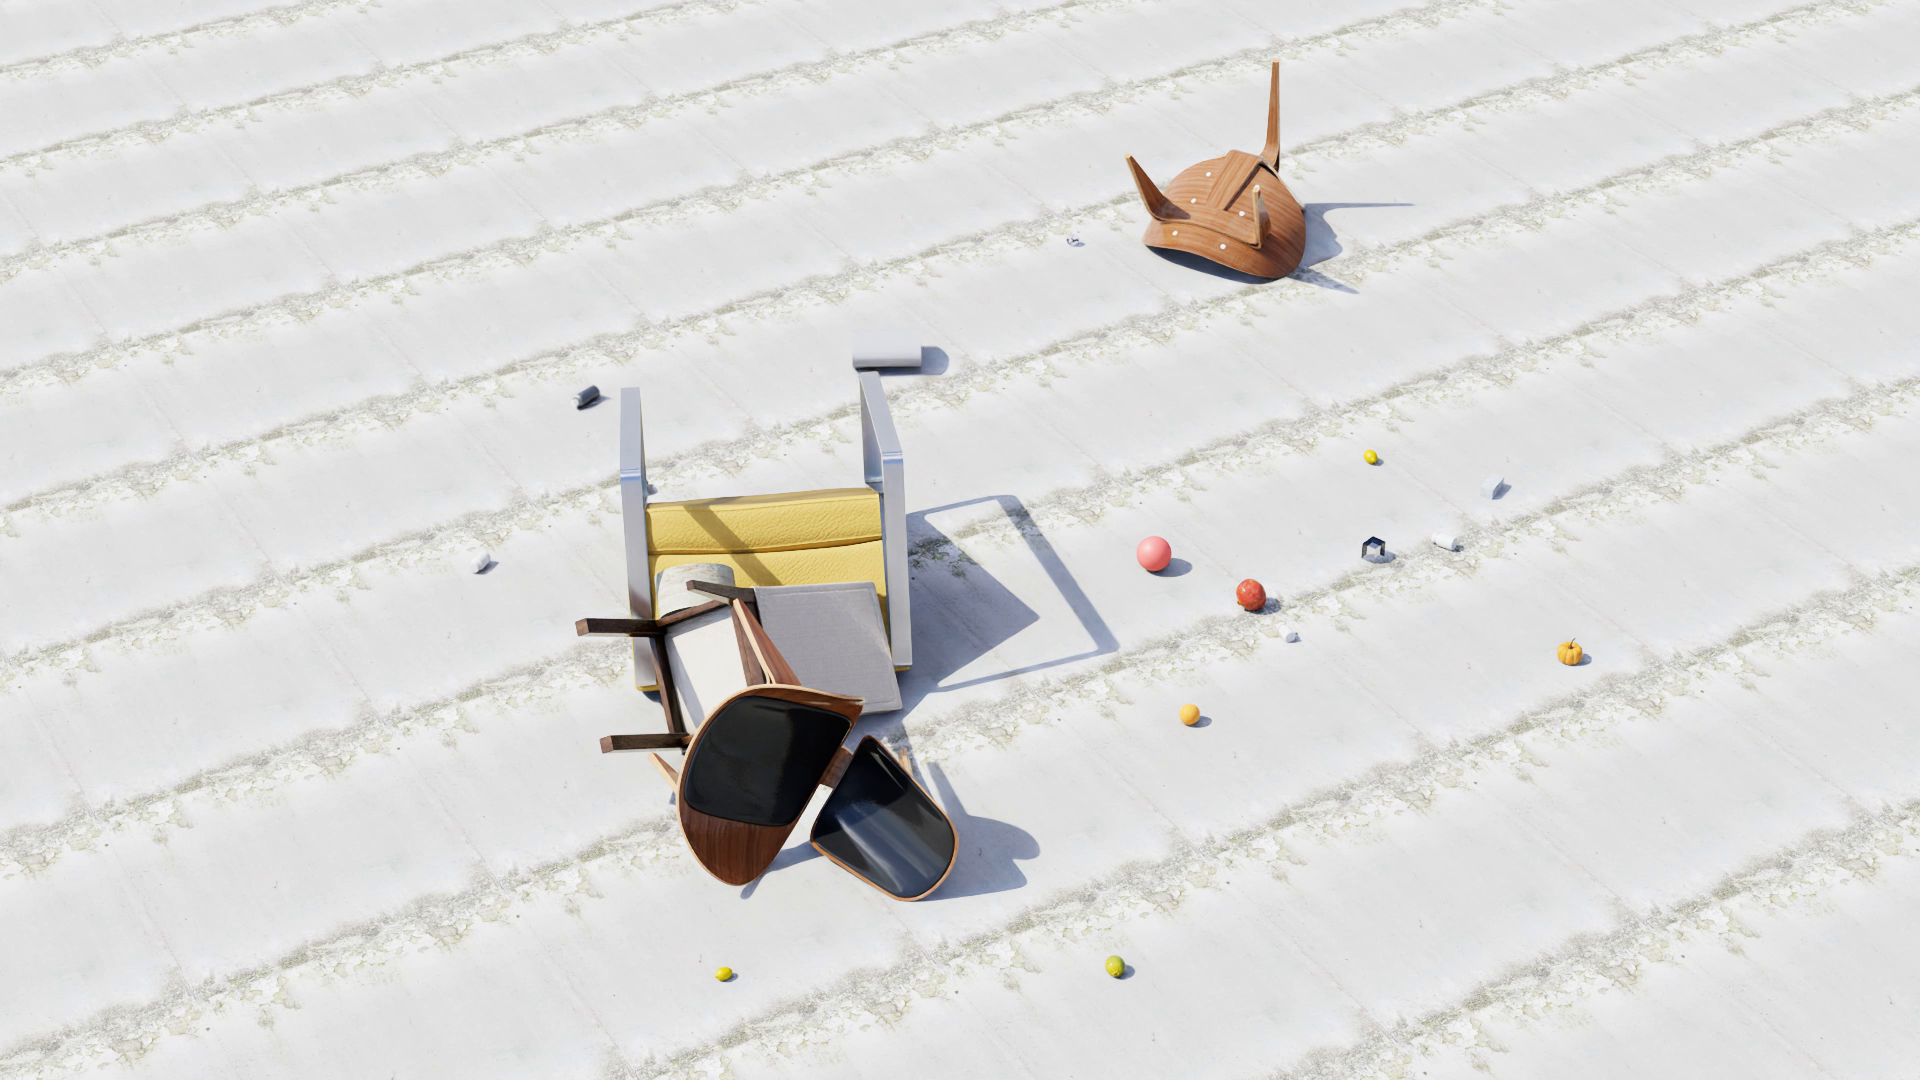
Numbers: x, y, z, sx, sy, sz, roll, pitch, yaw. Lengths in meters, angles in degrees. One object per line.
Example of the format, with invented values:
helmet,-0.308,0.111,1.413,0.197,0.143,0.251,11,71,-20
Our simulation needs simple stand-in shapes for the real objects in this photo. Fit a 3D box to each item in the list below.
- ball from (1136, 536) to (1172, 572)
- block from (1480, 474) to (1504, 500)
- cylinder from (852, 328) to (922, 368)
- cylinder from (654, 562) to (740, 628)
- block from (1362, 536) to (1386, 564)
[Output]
ball,0.712,0.050,10.751,0.130,0.130,0.130,0,33,0
block,2.035,-0.205,11.215,0.049,0.044,0.113,19,38,26
cylinder,-0.303,-0.788,12.019,0.279,0.131,0.250,-1,27,-2
cylinder,-0.894,0.187,9.957,0.276,0.230,0.150,0,70,-26
block,1.527,0.037,10.828,0.058,0.066,0.068,26,41,33
